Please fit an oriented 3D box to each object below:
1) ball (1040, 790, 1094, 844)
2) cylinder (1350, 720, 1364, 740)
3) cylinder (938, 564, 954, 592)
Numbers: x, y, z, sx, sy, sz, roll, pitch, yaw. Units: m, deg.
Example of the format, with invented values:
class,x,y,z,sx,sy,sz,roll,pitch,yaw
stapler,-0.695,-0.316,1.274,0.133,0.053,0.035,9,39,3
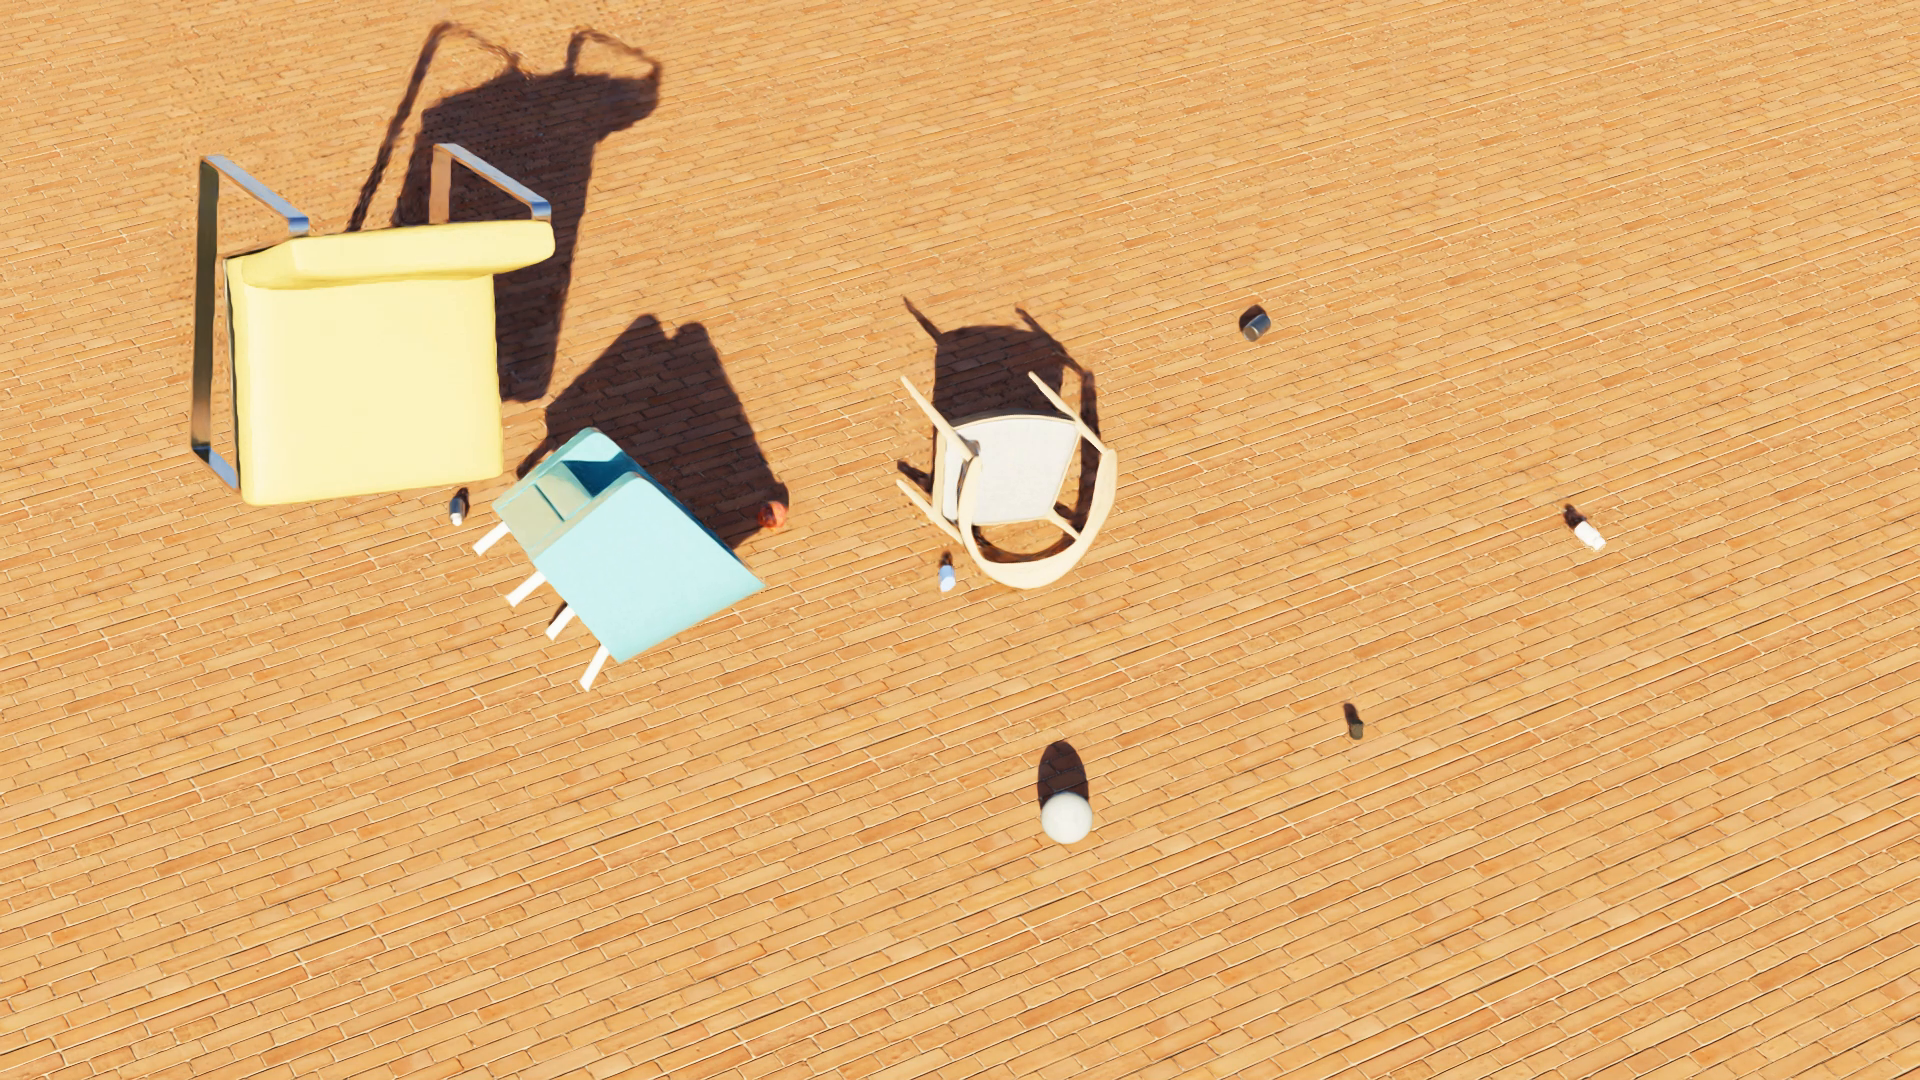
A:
class,x,y,z,sx,sy,sz,roll,pitch,yaw
ball,0.344,0.892,9.435,0.170,0.170,0.170,0,33,0
cylinder,1.343,0.641,9.920,0.045,0.056,0.040,17,37,25
cylinder,-0.050,0.139,10.675,0.047,0.068,0.080,20,29,-18
